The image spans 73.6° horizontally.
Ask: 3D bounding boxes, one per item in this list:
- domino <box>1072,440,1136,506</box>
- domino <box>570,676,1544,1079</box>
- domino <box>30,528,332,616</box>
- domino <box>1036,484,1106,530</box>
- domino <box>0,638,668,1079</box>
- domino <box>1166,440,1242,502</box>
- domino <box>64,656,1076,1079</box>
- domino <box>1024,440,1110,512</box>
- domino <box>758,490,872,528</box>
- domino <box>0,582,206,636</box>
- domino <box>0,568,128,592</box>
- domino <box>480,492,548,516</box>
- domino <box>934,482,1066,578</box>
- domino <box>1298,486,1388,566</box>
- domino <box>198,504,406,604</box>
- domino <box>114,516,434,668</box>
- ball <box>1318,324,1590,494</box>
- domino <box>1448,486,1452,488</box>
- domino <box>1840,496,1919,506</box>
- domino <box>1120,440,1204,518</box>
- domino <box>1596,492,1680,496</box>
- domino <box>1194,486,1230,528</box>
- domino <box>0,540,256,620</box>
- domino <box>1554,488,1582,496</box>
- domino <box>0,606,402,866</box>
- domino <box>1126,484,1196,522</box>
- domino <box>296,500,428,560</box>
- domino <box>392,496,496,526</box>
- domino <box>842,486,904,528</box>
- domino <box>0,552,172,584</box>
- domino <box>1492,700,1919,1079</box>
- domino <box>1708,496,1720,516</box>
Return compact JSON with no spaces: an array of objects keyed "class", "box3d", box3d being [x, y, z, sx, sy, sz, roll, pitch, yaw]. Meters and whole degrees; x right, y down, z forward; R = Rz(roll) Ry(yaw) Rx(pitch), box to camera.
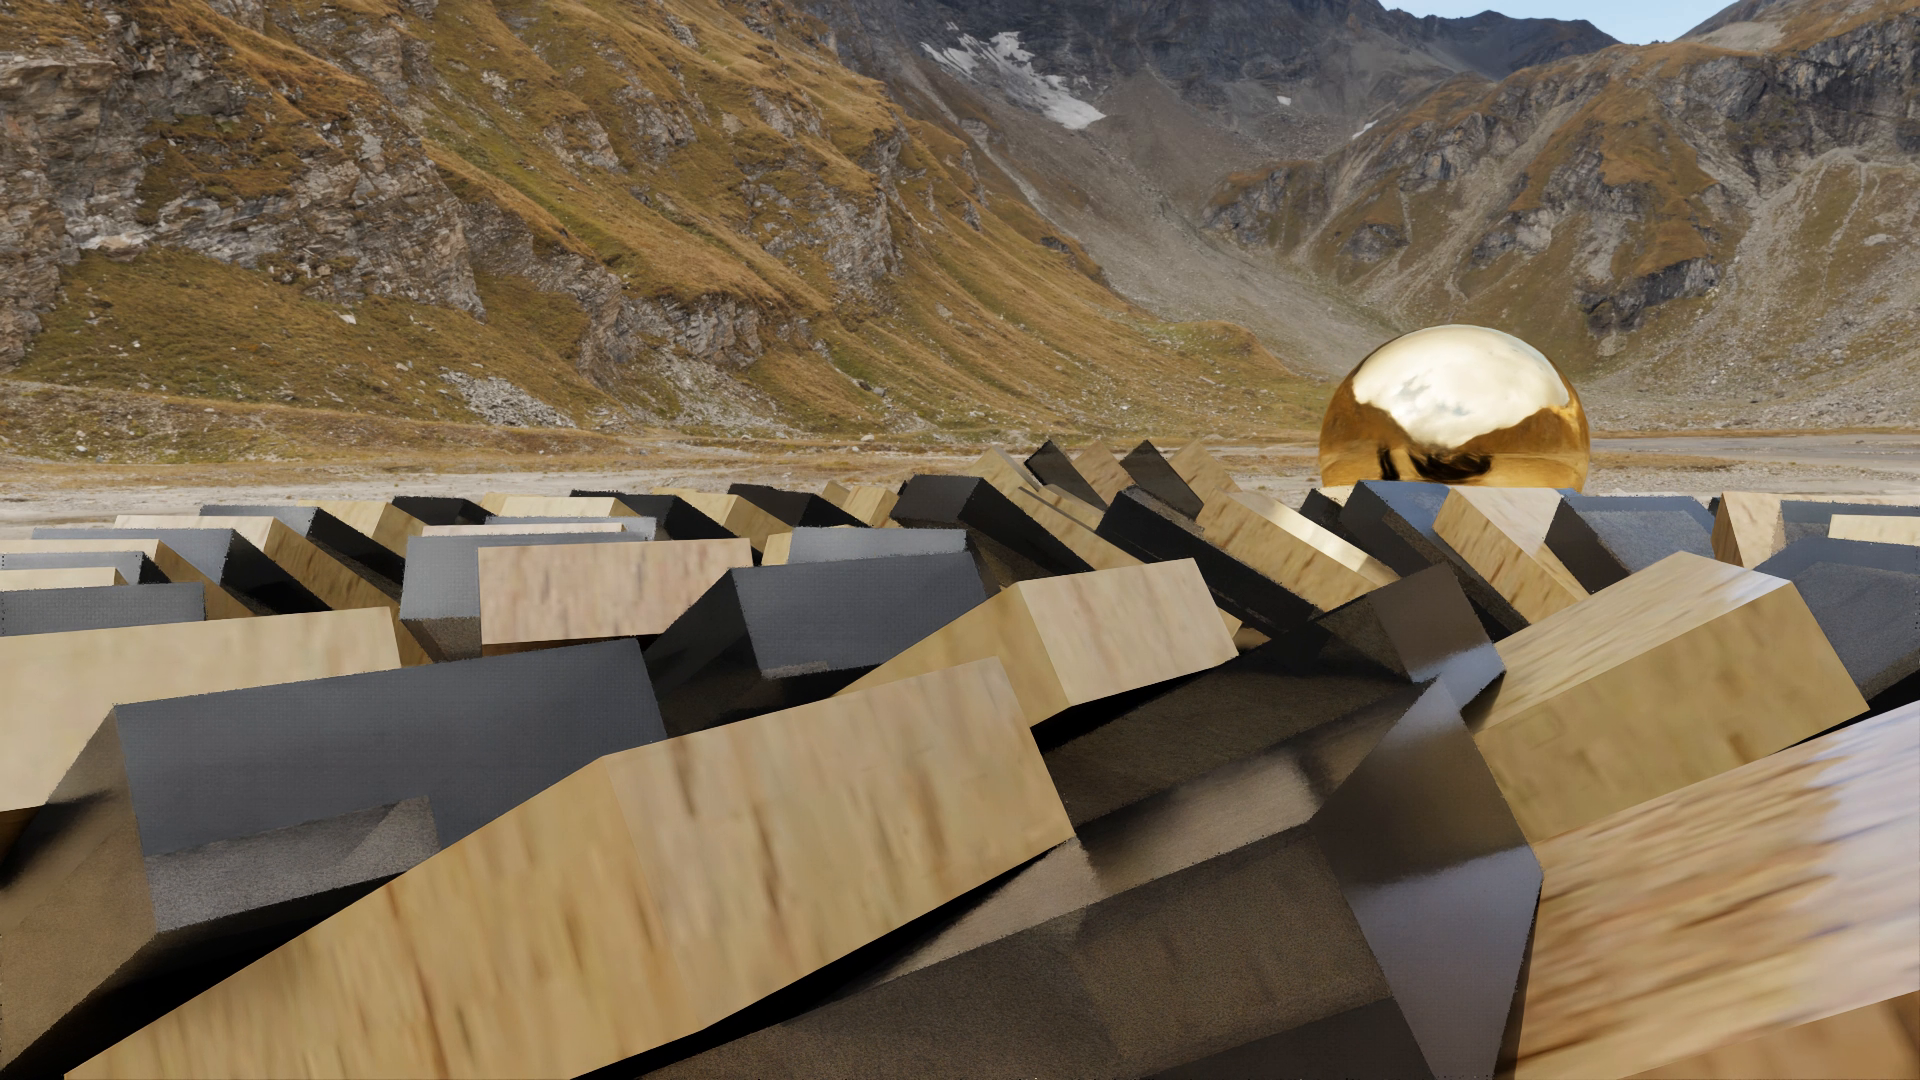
[{"class":"domino","box3d":[0.051,-0.006,0.350,0.009,0.050,0.025,-42,-1,8]},{"class":"domino","box3d":[-0.002,0.022,0.057,0.050,0.010,0.025,-30,-10,27]},{"class":"domino","box3d":[-0.105,0.013,0.184,0.025,0.009,0.050,0,-24,-1]},{"class":"domino","box3d":[0.041,0.003,0.310,0.050,0.009,0.025,30,9,7]},{"class":"domino","box3d":[-0.041,0.021,0.076,0.025,0.009,0.050,-5,-22,-48]},{"class":"domino","box3d":[0.076,-0.005,0.345,0.010,0.050,0.025,-41,-1,8]},{"class":"domino","box3d":[-0.022,0.022,0.066,0.050,0.010,0.025,-31,-13,32]},{"class":"domino","box3d":[0.038,-0.006,0.353,0.010,0.050,0.025,-42,-2,8]},{"class":"domino","box3d":[-0.019,0.005,0.281,0.050,0.010,0.025,31,-12,-29]},{"class":"domino","box3d":[-0.075,0.018,0.104,0.025,0.010,0.050,-3,-24,-29]},{"class":"domino","box3d":[-0.088,0.017,0.122,0.025,0.010,0.050,-2,-24,-18]},{"class":"domino","box3d":[-0.081,0.005,0.288,0.025,0.010,0.050,4,-22,43]},{"class":"domino","box3d":[0.018,0.003,0.305,0.050,0.009,0.025,29,2,-6]},{"class":"domino","box3d":[0.106,0.004,0.300,0.050,0.010,0.025,37,25,31]},{"class":"domino","box3d":[-0.107,0.009,0.229,0.025,0.010,0.050,1,-24,20]},{"class":"domino","box3d":[-0.108,0.011,0.206,0.025,0.009,0.050,1,-24,8]},{"class":"ball","box3d":[0.155,-0.028,0.405,0.080,0.080,0.080,0,4,0]},{"class":"domino","box3d":[0.125,0.005,0.289,0.025,0.010,0.050,-3,34,-40]},{"class":"domino","box3d":[0.172,0.010,0.217,0.025,0.009,0.050,0,34,-7]},{"class":"domino","box3d":[0.063,-0.005,0.348,0.009,0.050,0.025,-41,-1,8]},{"class":"domino","box3d":[0.152,0.007,0.256,0.025,0.010,0.050,-2,33,-26]},{"class":"domino","box3d":[0.080,0.004,0.302,0.050,0.010,0.025,30,10,8]},{"class":"domino","box3d":[-0.103,0.014,0.163,0.025,0.010,0.050,0,-24,-3]},{"class":"domino","box3d":[0.141,0.006,0.273,0.025,0.009,0.050,-2,33,-31]},{"class":"domino","box3d":[-0.059,0.020,0.089,0.025,0.010,0.050,-4,-23,-41]},{"class":"domino","box3d":[0.061,0.003,0.307,0.050,0.009,0.025,30,9,8]},{"class":"domino","box3d":[-0.102,0.008,0.250,0.025,0.009,0.050,2,-24,29]},{"class":"domino","box3d":[-0.093,0.006,0.270,0.025,0.009,0.050,3,-23,37]},{"class":"domino","box3d":[-0.002,0.004,0.294,0.050,0.010,0.025,30,-7,-20]},{"class":"domino","box3d":[-0.096,0.016,0.142,0.025,0.009,0.050,-1,-24,-13]},{"class":"domino","box3d":[0.019,0.023,0.051,0.050,0.010,0.025,-29,-7,22]},{"class":"domino","box3d":[0.165,0.009,0.237,0.025,0.010,0.050,-1,33,-15]}]
